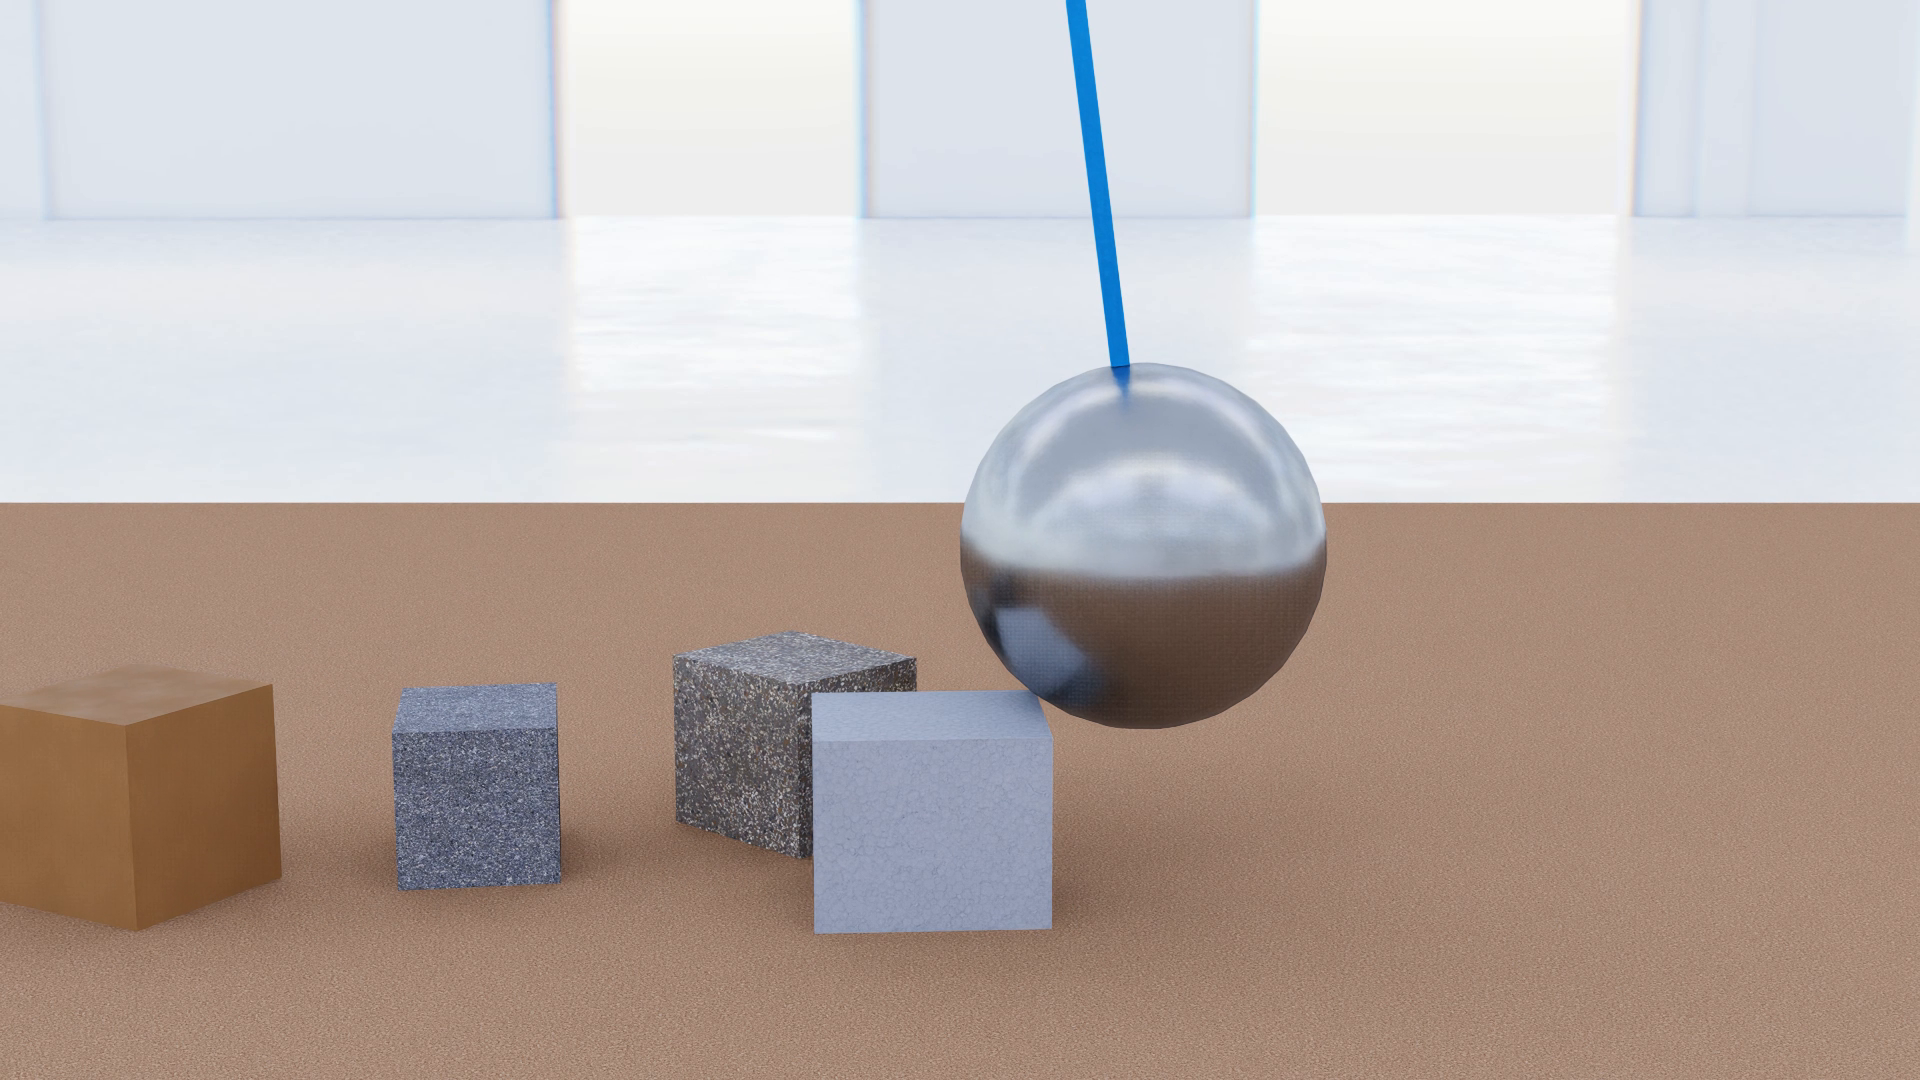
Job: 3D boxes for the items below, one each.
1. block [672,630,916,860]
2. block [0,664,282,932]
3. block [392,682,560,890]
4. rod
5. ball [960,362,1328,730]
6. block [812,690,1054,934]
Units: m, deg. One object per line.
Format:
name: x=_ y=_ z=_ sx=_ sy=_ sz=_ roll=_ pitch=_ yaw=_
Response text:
block: x=-0.777 y=0.944 z=12.107 sx=0.866 sy=0.811 sz=0.755 roll=10 pitch=14 yaw=43
block: x=-3.564 y=1.090 z=11.117 sx=0.819 sy=0.879 sz=0.841 roll=6 pitch=12 yaw=29
block: x=-2.164 y=1.096 z=11.566 sx=0.701 sy=0.706 sz=0.844 roll=-2 pitch=10 yaw=-9
rod: x=0.345 y=-3.289 z=10.582 sx=0.080 sy=5.200 sz=0.080 roll=-8 pitch=10 yaw=1
ball: x=0.796 y=0.026 z=11.185 sx=1.600 sy=1.600 sz=1.600 roll=0 pitch=10 yaw=0
block: x=-0.135 y=1.145 z=10.975 sx=0.986 sy=0.820 sz=0.833 roll=-1 pitch=10 yaw=-3
